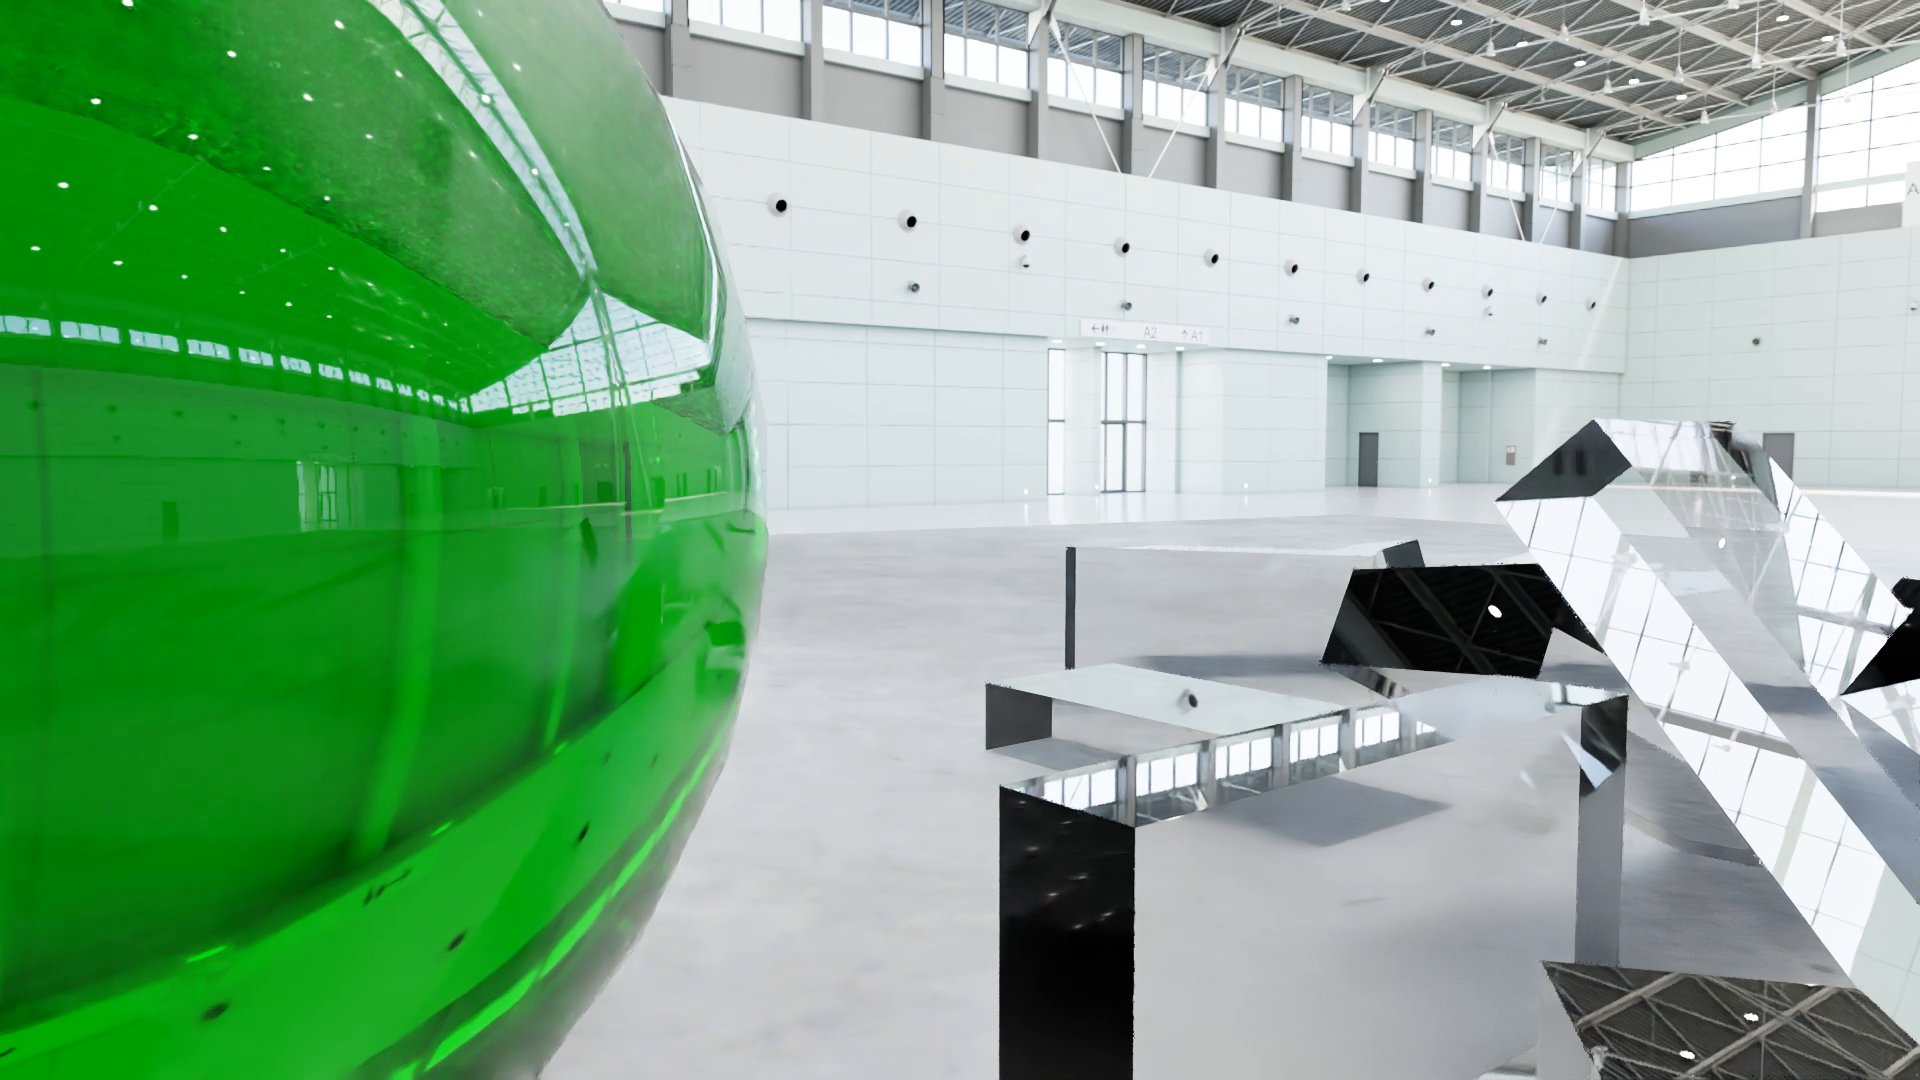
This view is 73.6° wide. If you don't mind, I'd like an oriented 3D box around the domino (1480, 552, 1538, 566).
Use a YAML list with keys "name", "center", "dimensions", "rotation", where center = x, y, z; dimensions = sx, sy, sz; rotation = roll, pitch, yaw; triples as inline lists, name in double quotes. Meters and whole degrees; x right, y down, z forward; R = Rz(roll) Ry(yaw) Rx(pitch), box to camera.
- name: "domino"
  center: [0.095, 0.012, 0.245]
  dimensions: [0.050, 0.009, 0.025]
  rotation: [-15, 0, 7]

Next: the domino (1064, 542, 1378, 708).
- name: "domino"
  center: [0.043, 0.014, 0.215]
  dimensions: [0.050, 0.025, 0.009]
  rotation: [2, 5, 22]

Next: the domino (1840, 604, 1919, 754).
- name: "domino"
  center: [0.079, 0.020, 0.068]
  dimensions: [0.025, 0.010, 0.050]
  rotation: [-3, 37, -32]

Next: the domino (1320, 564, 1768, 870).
- name: "domino"
  center: [0.061, 0.017, 0.115]
  dimensions: [0.050, 0.010, 0.025]
  rotation: [27, -12, -19]

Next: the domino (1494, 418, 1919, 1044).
- name: "domino"
  center: [0.062, 0.014, 0.090]
  dimensions: [0.025, 0.050, 0.010]
  rotation: [-3, -35, -38]

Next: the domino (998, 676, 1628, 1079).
- name: "domino"
  center: [0.024, 0.024, 0.079]
  dimensions: [0.050, 0.025, 0.010]
  rotation: [-3, 5, -39]

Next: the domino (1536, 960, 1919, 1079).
- name: "domino"
  center: [0.018, 0.029, 0.019]
  dimensions: [0.010, 0.025, 0.050]
  rotation: [1, 4, 14]

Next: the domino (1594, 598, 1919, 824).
- name: "domino"
  center: [0.090, 0.019, 0.130]
  dimensions: [0.050, 0.009, 0.025]
  rotation: [23, -10, -34]

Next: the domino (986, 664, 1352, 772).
- name: "domino"
  center: [0.029, 0.025, 0.167]
  dimensions: [0.025, 0.009, 0.050]
  rotation: [-3, 6, -39]

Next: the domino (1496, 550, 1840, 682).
- name: "domino"
  center: [0.126, 0.014, 0.233]
  dimensions: [0.050, 0.009, 0.025]
  rotation: [-16, -1, 18]

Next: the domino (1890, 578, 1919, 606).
- name: "domino"
  center: [0.146, 0.019, 0.168]
  dimensions: [0.025, 0.010, 0.050]
  rotation: [37, 7, 2]

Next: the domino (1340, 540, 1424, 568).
- name: "domino"
  center: [0.062, 0.011, 0.252]
  dimensions: [0.050, 0.009, 0.025]
  rotation: [-15, 0, -8]

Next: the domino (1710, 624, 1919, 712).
- name: "domino"
  center: [0.157, 0.022, 0.216]
  dimensions: [0.050, 0.010, 0.025]
  rotation: [2, 5, 19]

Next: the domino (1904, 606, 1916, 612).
- name: "domino"
  center: [0.114, 0.018, 0.151]
  dimensions: [0.050, 0.009, 0.025]
  rotation: [22, -11, -40]

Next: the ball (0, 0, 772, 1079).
- name: "ball"
  center: [-0.049, -0.002, 0.059]
  dimensions: [0.080, 0.080, 0.080]
  rotation: [0, 4, 0]
